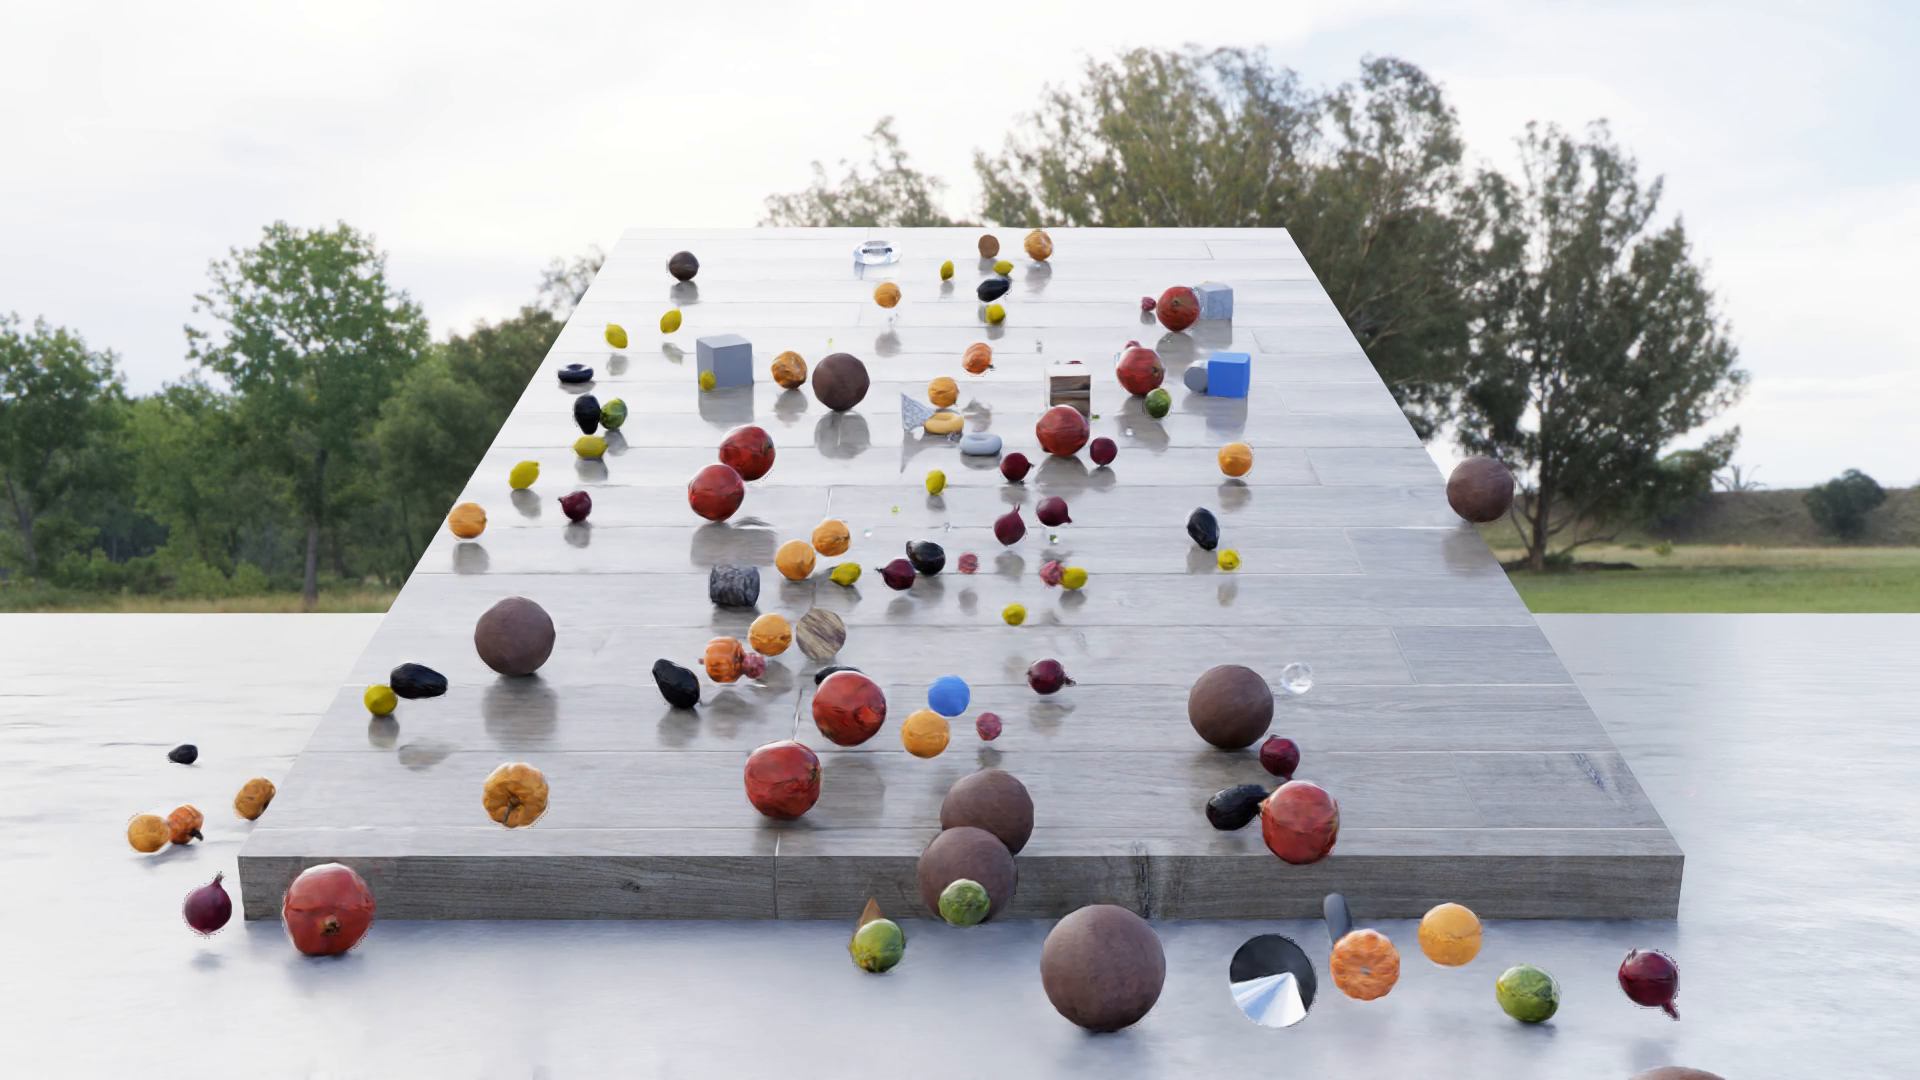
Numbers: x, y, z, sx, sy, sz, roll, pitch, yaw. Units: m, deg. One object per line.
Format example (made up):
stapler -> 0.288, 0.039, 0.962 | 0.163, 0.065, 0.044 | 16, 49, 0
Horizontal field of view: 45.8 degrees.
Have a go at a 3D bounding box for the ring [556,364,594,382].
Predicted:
ring -> -0.903, -0.393, 5.337 | 0.088, 0.029, 0.088 | 1, 21, 0

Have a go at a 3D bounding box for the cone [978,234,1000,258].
cone -> 0.071, -0.837, 6.544 | 0.069, 0.069, 0.069 | 1, -8, -21

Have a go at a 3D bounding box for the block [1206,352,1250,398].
block -> 0.619, -0.380, 5.230 | 0.084, 0.084, 0.084 | 5, 21, 14

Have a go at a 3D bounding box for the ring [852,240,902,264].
ring -> -0.235, -0.821, 6.477 | 0.143, 0.048, 0.143 | -1, 21, 0

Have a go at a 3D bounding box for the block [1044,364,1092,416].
block -> 0.241, -0.338, 5.104 | 0.091, 0.091, 0.091 | -2, 20, -7

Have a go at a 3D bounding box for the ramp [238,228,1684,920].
ramp -> -0.005, -0.209, 5.029 | 2.000, 0.100, 4.000 | 0, 20, 0

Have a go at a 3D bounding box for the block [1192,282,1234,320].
block -> 0.656, -0.620, 5.890 | 0.077, 0.077, 0.077 | -8, 22, -22

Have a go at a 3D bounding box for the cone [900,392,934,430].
cone -> -0.111, -0.294, 4.961 | 0.078, 0.078, 0.078 | -25, 28, 14

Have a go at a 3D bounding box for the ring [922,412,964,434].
ring -> -0.036, -0.254, 4.964 | 0.092, 0.031, 0.092 | -1, 21, 0

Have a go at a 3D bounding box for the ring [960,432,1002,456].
ring -> 0.045, -0.205, 4.830 | 0.093, 0.031, 0.093 | -1, 20, 0

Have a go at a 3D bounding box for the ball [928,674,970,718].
ball -> -0.017, 0.236, 3.438 | 0.065, 0.065, 0.065 | 0, -2, 0

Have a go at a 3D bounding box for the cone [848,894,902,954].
cone -> -0.111, 0.484, 2.885 | 0.068, 0.068, 0.068 | -3, 3, 0

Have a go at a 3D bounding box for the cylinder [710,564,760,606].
cylinder -> -0.397, 0.079, 3.996 | 0.070, 0.070, 0.070 | 4, -1, 14

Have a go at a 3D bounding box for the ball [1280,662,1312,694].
ball -> 0.540, 0.223, 3.644 | 0.050, 0.050, 0.050 | 0, -2, 0

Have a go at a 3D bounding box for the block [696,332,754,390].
block -> -0.550, -0.419, 5.307 | 0.100, 0.100, 0.100 | -11, 23, -27

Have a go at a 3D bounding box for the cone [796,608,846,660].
cone -> -0.239, 0.162, 3.824 | 0.085, 0.085, 0.085 | 0, -7, -9

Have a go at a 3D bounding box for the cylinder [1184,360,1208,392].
cylinder -> 0.553, -0.381, 5.268 | 0.060, 0.060, 0.060 | 0, 19, 16

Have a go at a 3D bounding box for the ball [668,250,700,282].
ball -> -0.759, -0.754, 6.236 | 0.086, 0.086, 0.086 | 0, -2, 0
